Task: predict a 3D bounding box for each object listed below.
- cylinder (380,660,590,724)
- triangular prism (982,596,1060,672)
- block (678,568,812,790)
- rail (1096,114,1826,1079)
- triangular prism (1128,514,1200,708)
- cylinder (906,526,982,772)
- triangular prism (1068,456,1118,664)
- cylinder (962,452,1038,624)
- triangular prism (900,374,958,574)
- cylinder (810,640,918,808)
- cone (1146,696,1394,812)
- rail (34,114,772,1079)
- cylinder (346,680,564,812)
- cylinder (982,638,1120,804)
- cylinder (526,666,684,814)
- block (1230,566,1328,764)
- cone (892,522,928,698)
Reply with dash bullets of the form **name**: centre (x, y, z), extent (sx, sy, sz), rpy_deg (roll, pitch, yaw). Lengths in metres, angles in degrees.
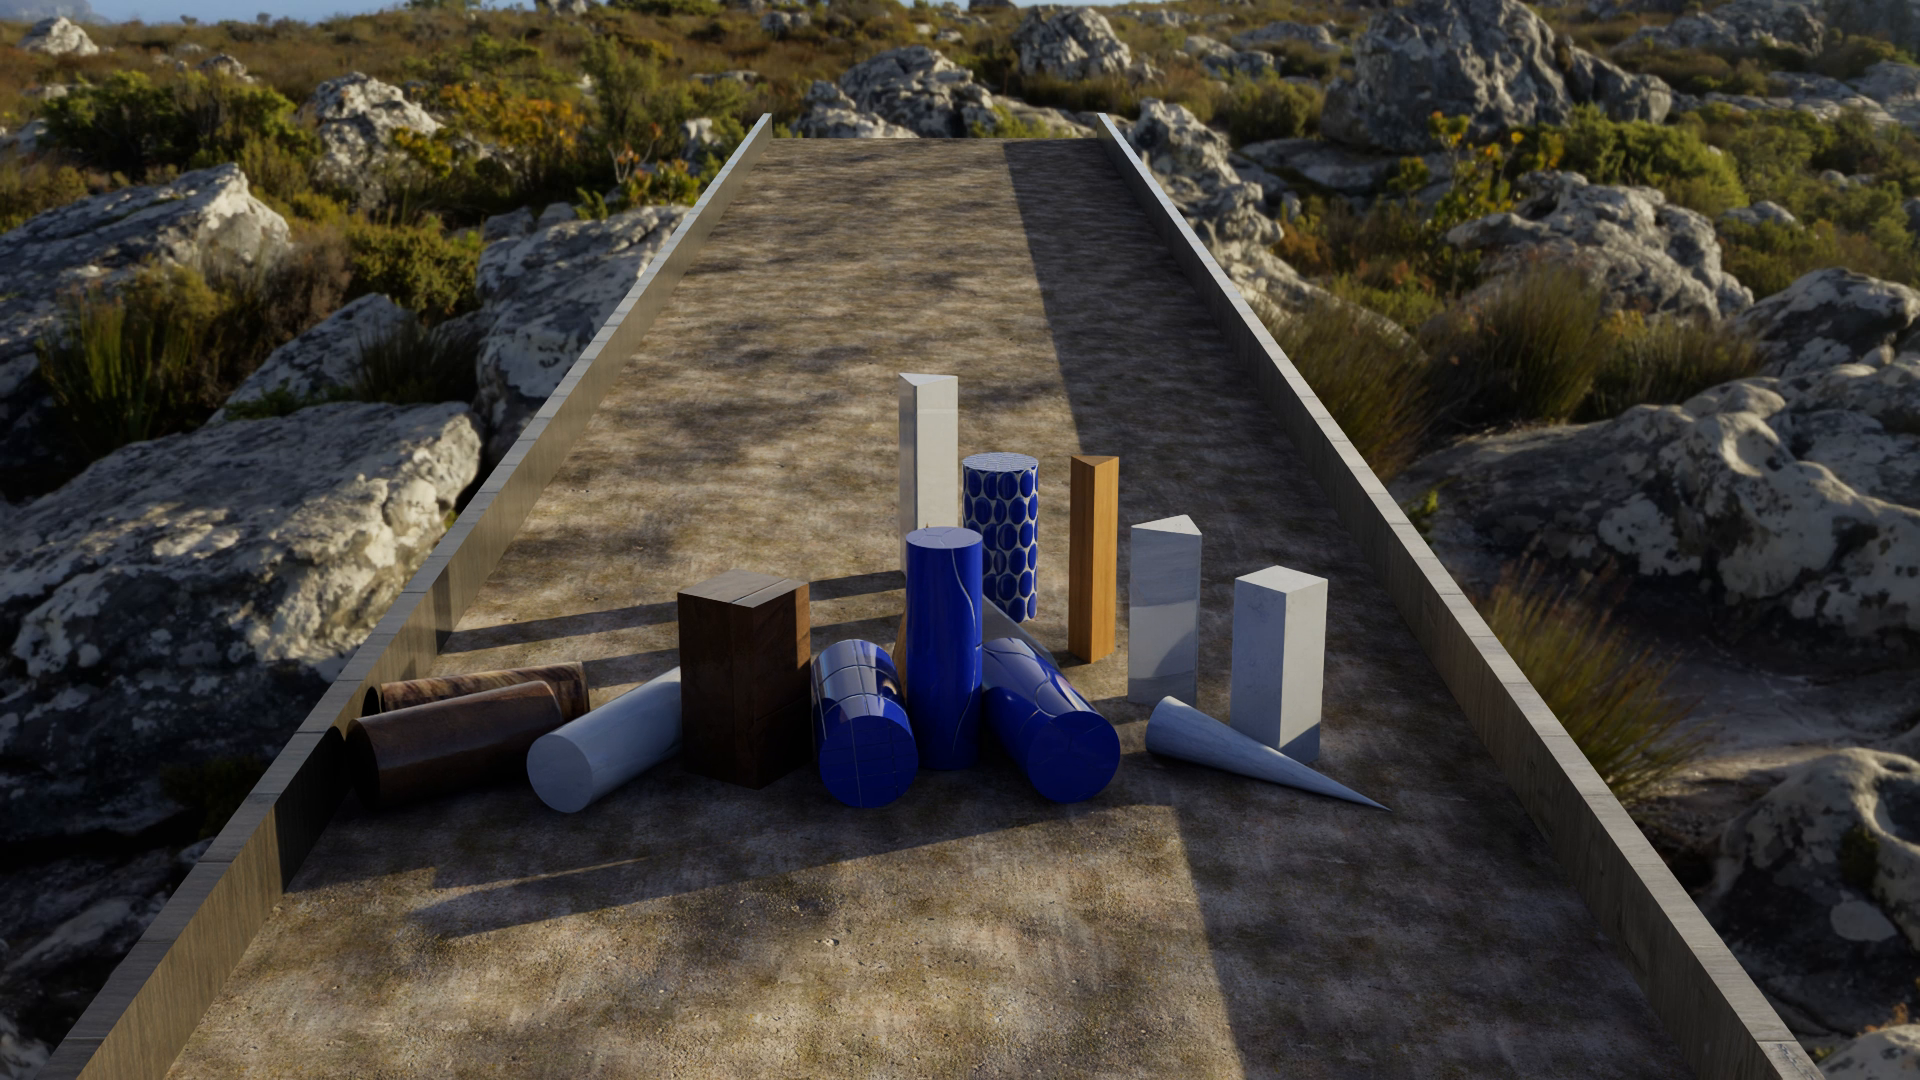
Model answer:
- **cylinder**: centre (-0.860, 0.303, 3.984), extent (0.357, 0.128, 0.128), rpy_deg (-6, 18, -19)
- **triangular prism**: centre (0.100, 0.216, 4.270), extent (0.144, 0.125, 0.381), rpy_deg (-5, 17, -19)
- **block**: centre (-0.373, 0.240, 3.838), extent (0.162, 0.331, 0.162), rpy_deg (10, 19, 30)
- **rail**: centre (0.932, -0.844, 7.801), extent (0.050, 0.150, 12.000), rpy_deg (0, 17, -1)
- **triangular prism**: centre (0.404, 0.133, 4.171), extent (0.136, 0.346, 0.118), rpy_deg (7, 18, 23)
- **cylinder**: centre (-0.028, 0.191, 3.865), extent (0.133, 0.409, 0.133), rpy_deg (0, 17, 0)
- **triangular prism**: centre (0.254, 0.034, 4.396), extent (0.080, 0.407, 0.093), rpy_deg (11, 20, 34)
- **cylinder**: centre (0.084, -0.004, 4.657), extent (0.160, 0.333, 0.160), rpy_deg (0, 17, 0)
- **triangular prism**: centre (-0.092, -0.140, 4.899), extent (0.114, 0.455, 0.132), rpy_deg (15, 22, 42)
- **cylinder**: centre (-0.175, 0.317, 3.868), extent (0.168, 0.168, 0.388), rpy_deg (-2, 17, -6)
- **cone**: centre (0.544, 0.393, 3.810), extent (0.456, 0.109, 0.109), rpy_deg (19, 24, 31)
- **rail**: centre (-1.118, -0.838, 7.780), extent (0.050, 0.150, 12.000), rpy_deg (0, 17, -1)
- **cylinder**: centre (-0.863, 0.350, 3.773), extent (0.335, 0.158, 0.158), rpy_deg (-11, 20, -33)
- **cylinder**: centre (0.136, 0.313, 3.882), extent (0.167, 0.167, 0.390), rpy_deg (-5, 17, -16)
- **cylinder**: centre (-0.579, 0.342, 3.833), extent (0.140, 0.140, 0.380), rpy_deg (9, 19, 27)
- **block**: centre (0.559, 0.228, 3.872), extent (0.114, 0.335, 0.114), rpy_deg (-15, 22, -41)
- **cone**: centre (-0.063, 0.124, 4.231), extent (0.169, 0.330, 0.169), rpy_deg (0, 17, 0)
